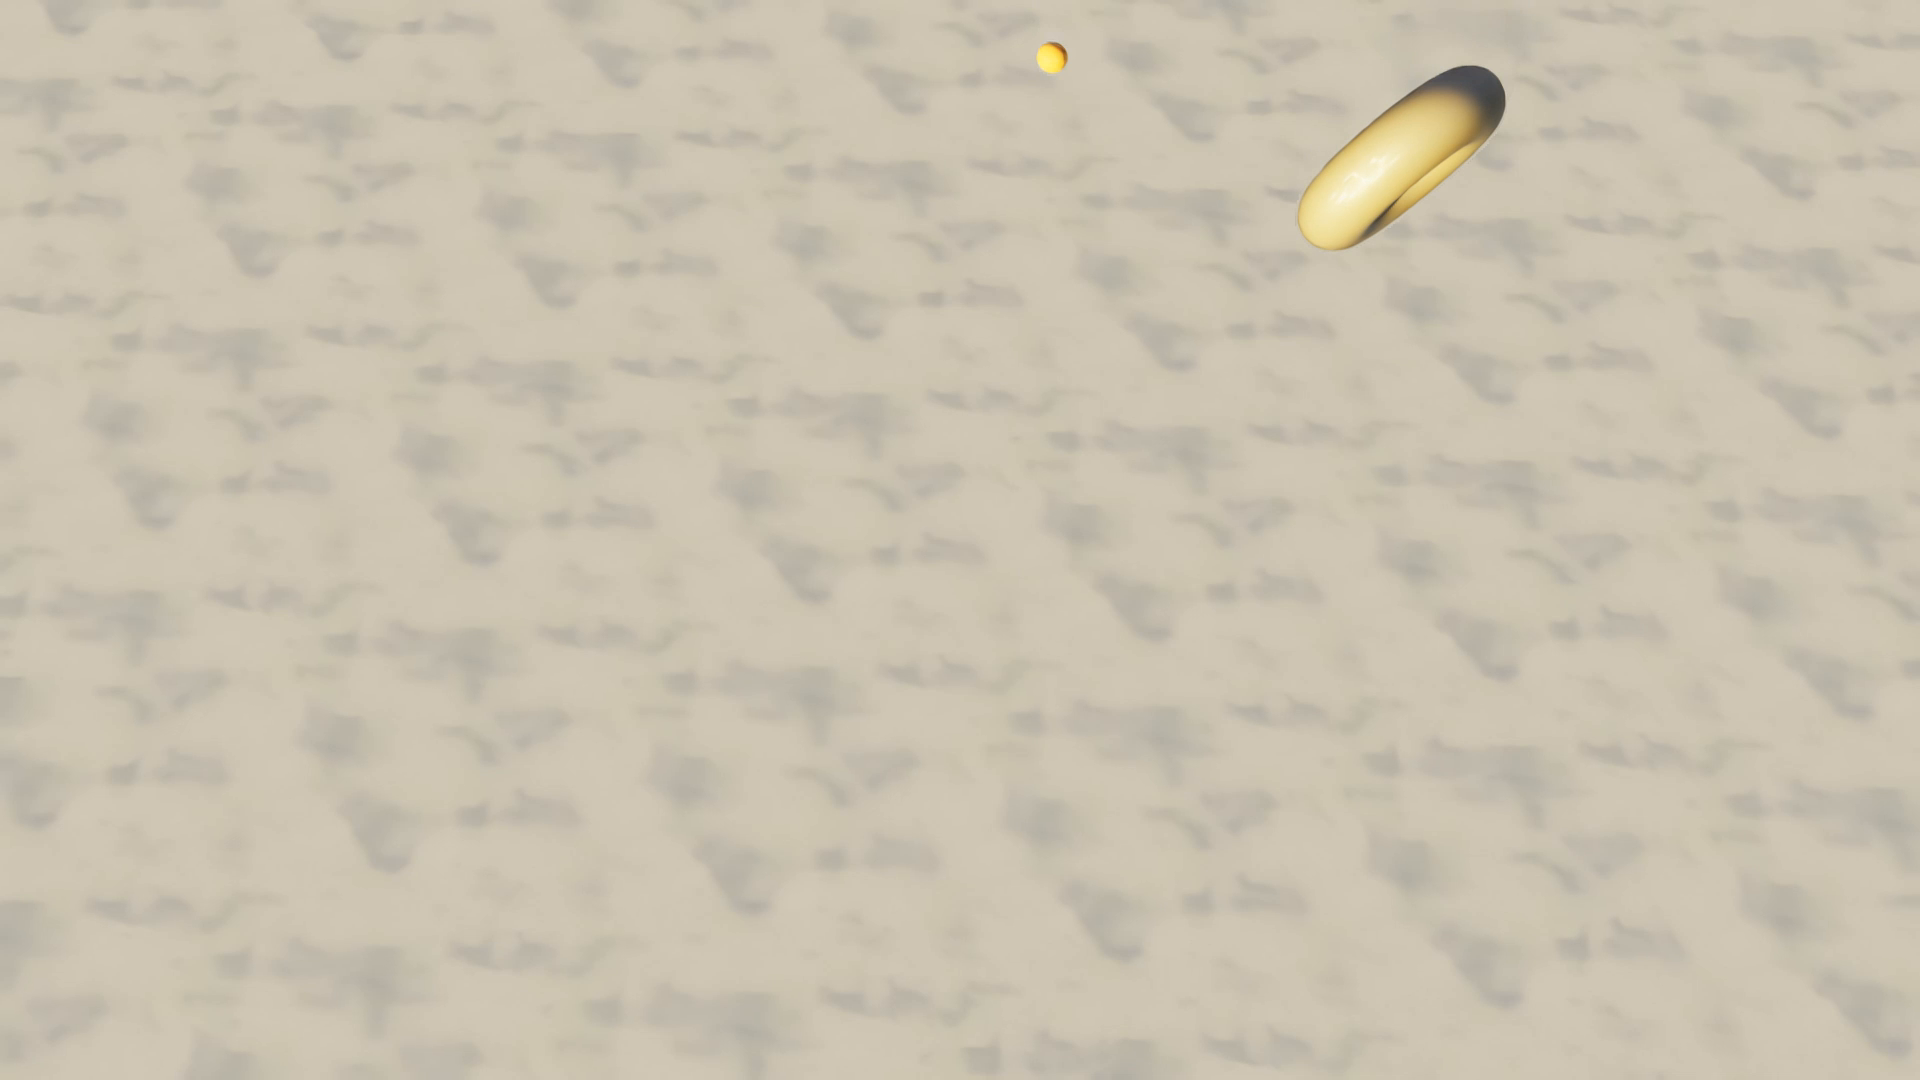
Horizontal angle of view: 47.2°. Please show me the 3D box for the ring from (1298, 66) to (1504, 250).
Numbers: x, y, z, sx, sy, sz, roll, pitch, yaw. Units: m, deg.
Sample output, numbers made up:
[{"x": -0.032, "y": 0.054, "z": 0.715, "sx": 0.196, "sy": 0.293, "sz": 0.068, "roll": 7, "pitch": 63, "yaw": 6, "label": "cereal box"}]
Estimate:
[{"x": 0.780, "y": -0.674, "z": 3.898, "sx": 0.129, "sy": 0.433, "sz": 0.402, "roll": 52, "pitch": 34, "yaw": 6, "label": "ring"}]
